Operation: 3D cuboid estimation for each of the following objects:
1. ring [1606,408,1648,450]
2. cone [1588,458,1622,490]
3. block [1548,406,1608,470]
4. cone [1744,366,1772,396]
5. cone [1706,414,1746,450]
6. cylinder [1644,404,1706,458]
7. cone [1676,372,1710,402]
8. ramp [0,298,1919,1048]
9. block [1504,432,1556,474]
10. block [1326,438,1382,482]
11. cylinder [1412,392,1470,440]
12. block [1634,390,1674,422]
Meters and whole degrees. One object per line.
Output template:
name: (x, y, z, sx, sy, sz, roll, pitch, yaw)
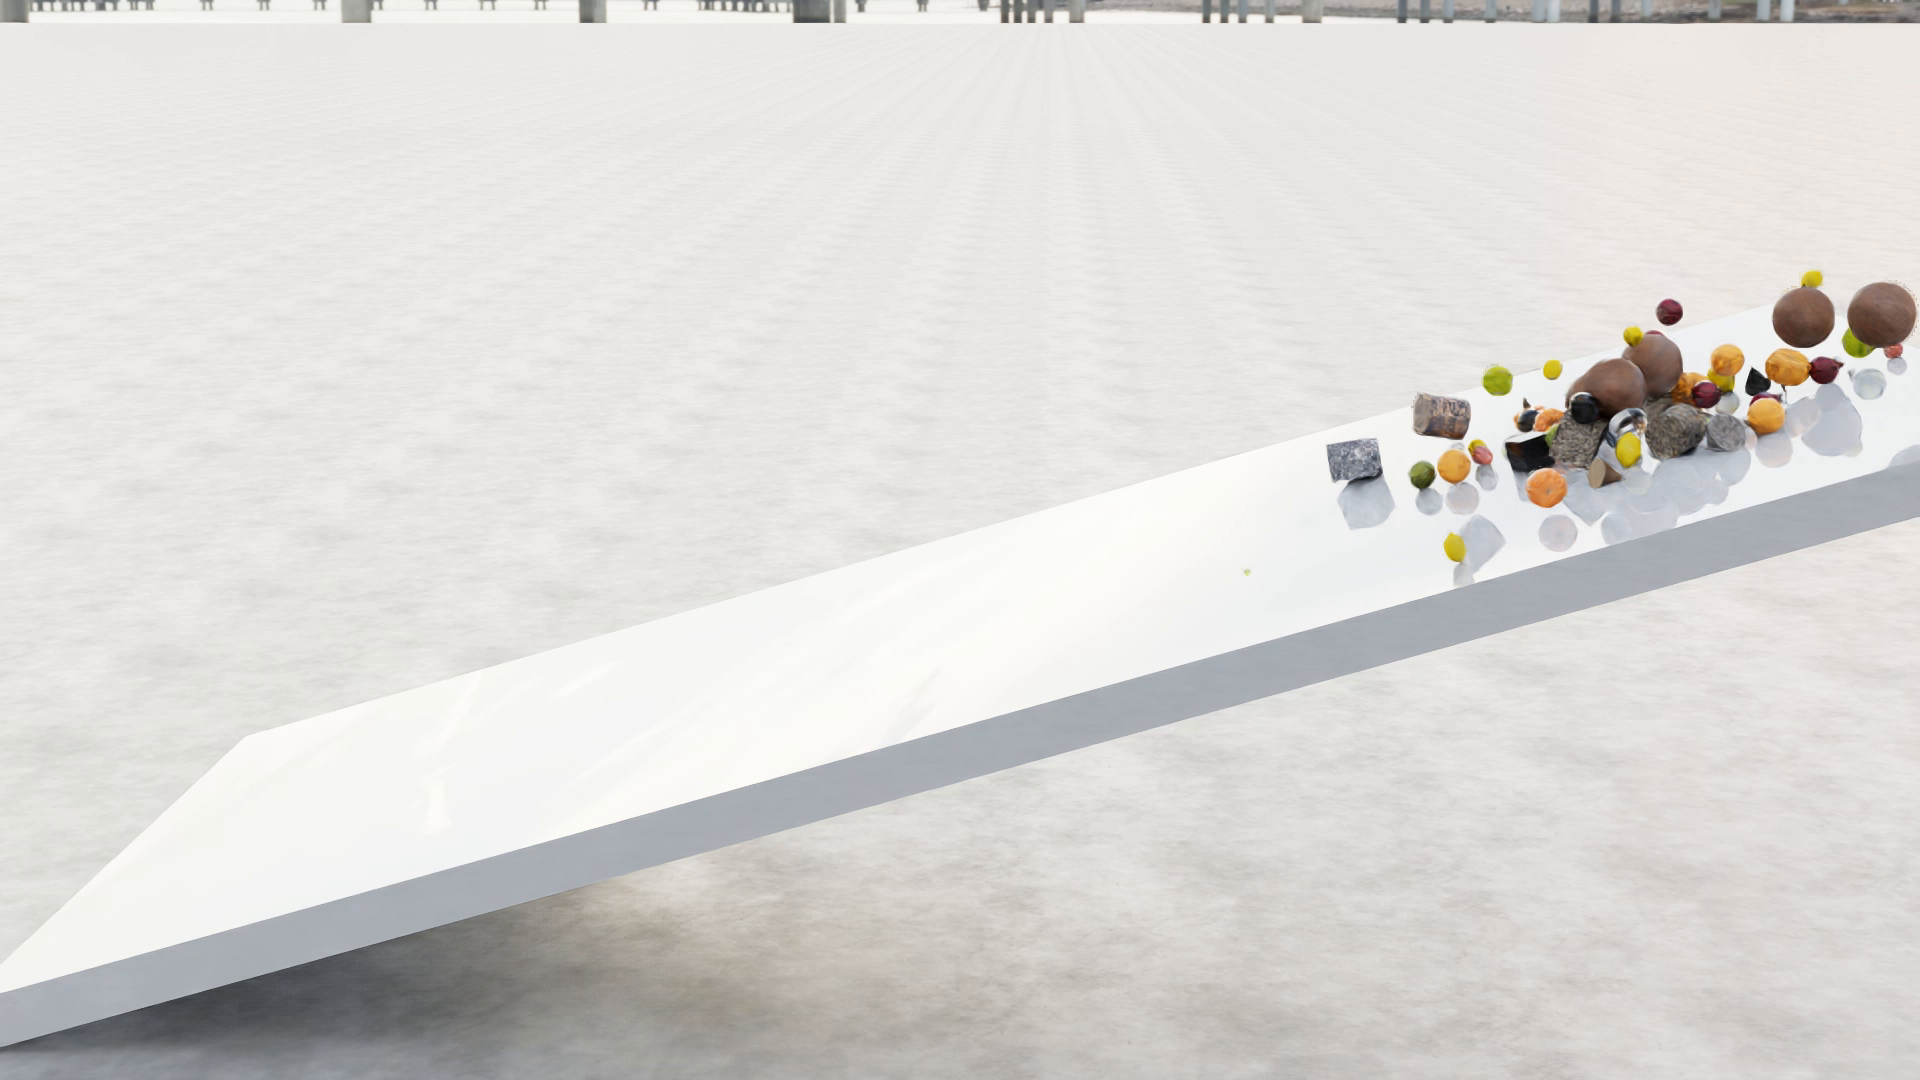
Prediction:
ring: (1.326, -0.221, 5.851, 0.095, 0.095, 0.032, -6, 38, -29)
cone: (1.266, -0.125, 5.726, 0.062, 0.062, 0.062, 8, 8, -18)
block: (1.247, -0.205, 5.935, 0.086, 0.086, 0.086, 22, 23, 15)
cone: (1.637, -0.337, 6.058, 0.057, 0.057, 0.057, -19, 34, 13)
cone: (1.474, -0.193, 5.730, 0.082, 0.082, 0.082, -4, -23, -20)
cylinder: (1.412, -0.215, 5.803, 0.089, 0.089, 0.089, 8, 24, 38)
cone: (1.582, -0.323, 6.296, 0.067, 0.067, 0.067, 8, 6, -28)
ramp: (0.090, 0.187, 6.320, 4.000, 0.100, 2.000, -16, 10, 5)
block: (1.177, -0.181, 6.072, 0.067, 0.067, 0.067, -19, 10, -16)
block: (0.867, -0.177, 6.466, 0.083, 0.083, 0.083, -9, -1, 39)
cylinder: (1.007, -0.258, 6.149, 0.090, 0.090, 0.090, 7, 9, -15)
block: (1.449, -0.270, 6.117, 0.064, 0.064, 0.064, -20, 8, 3)
